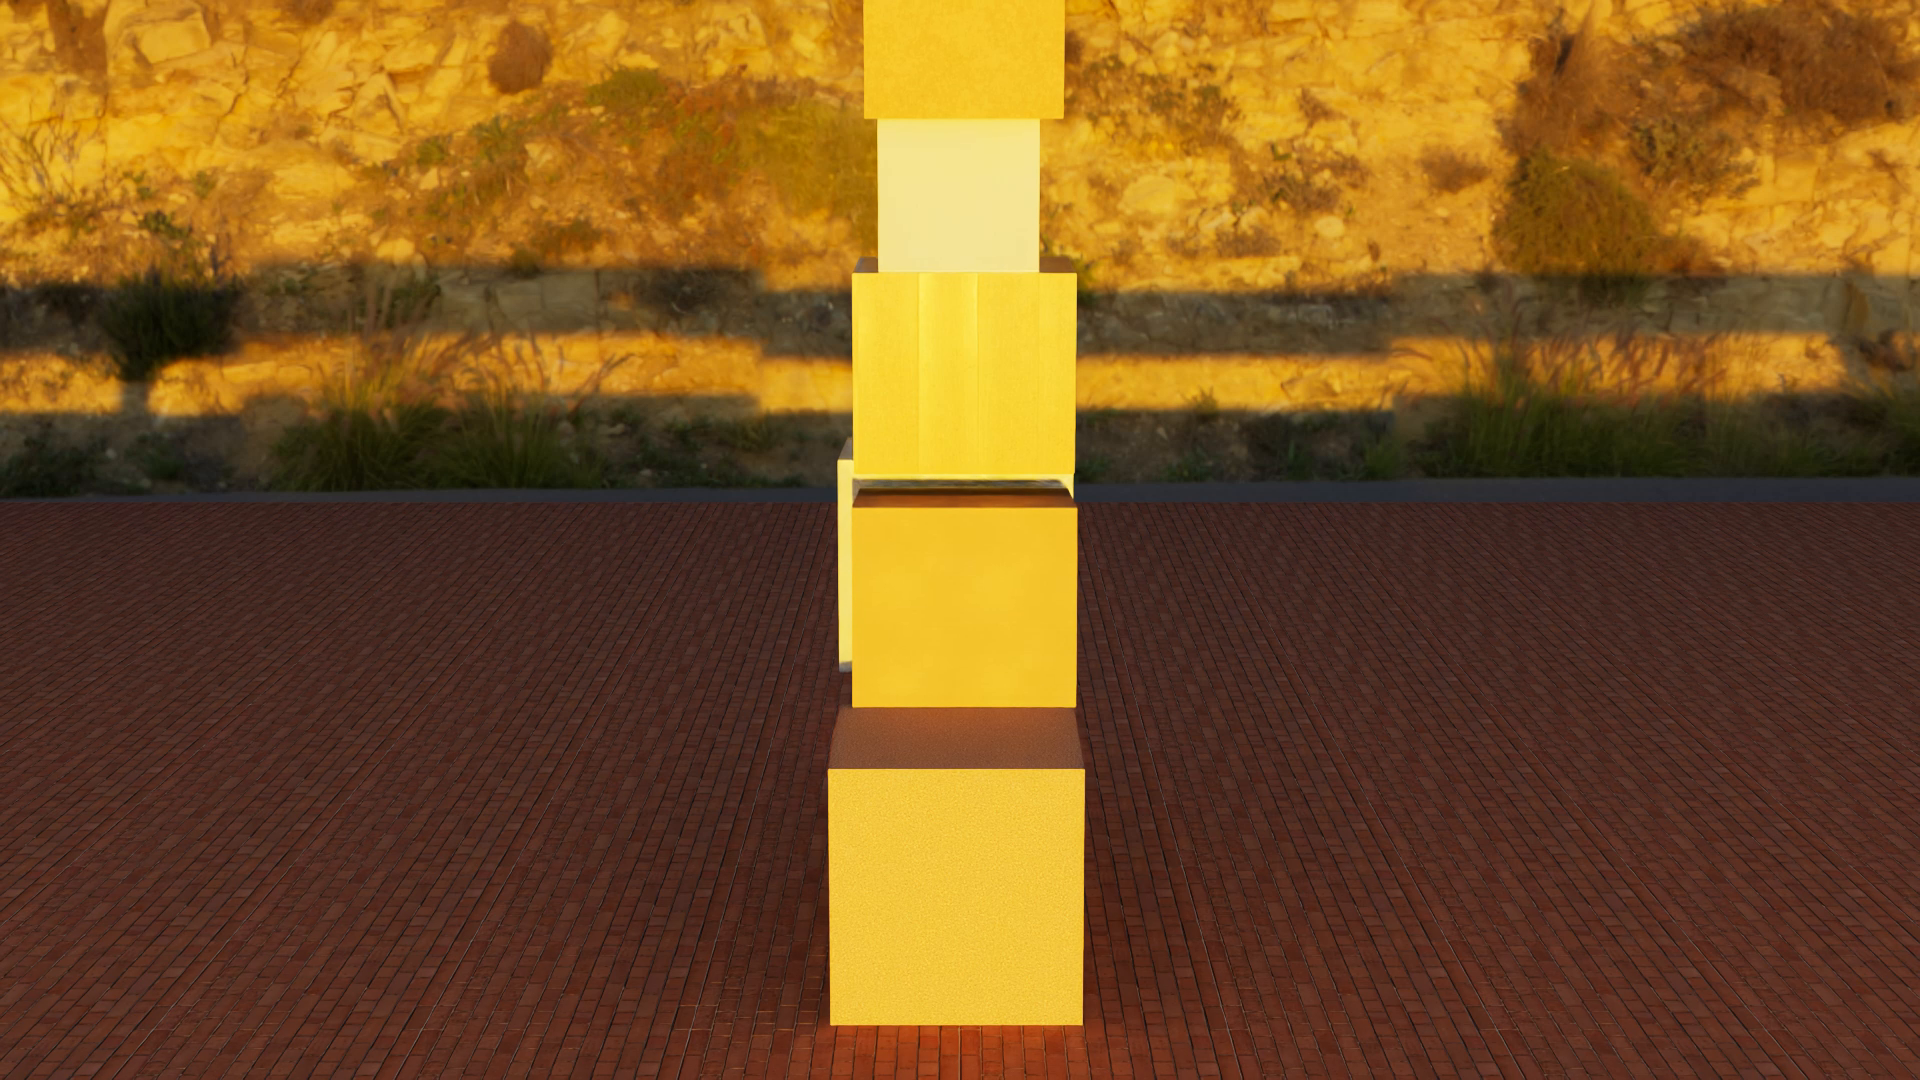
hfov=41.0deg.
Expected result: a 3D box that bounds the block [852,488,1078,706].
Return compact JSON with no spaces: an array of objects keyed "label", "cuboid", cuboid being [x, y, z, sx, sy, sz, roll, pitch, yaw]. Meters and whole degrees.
[{"label":"block","cuboid":[0.018,0.223,10.729,0.900,0.804,0.896,0,6,0]}]

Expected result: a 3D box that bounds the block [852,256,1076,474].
[{"label":"block","cuboid":[0.018,-0.770,11.086,0.927,0.840,0.826,0,11,0]}]

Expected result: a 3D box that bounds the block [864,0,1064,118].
[{"label":"block","cuboid":[0.017,-2.245,10.792,0.813,0.905,0.832,0,11,0]}]

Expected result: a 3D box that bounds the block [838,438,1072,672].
[{"label":"block","cuboid":[-0.019,0.046,11.678,1.019,0.934,1.010,0,8,0]}]

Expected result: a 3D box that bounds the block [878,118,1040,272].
[{"label":"block","cuboid":[-0.006,-1.491,10.942,0.667,0.632,0.673,0,11,0]}]

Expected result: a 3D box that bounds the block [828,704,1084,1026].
[{"label":"block","cuboid":[-0.013,1.239,9.987,0.942,0.989,0.985,0,10,0]}]
